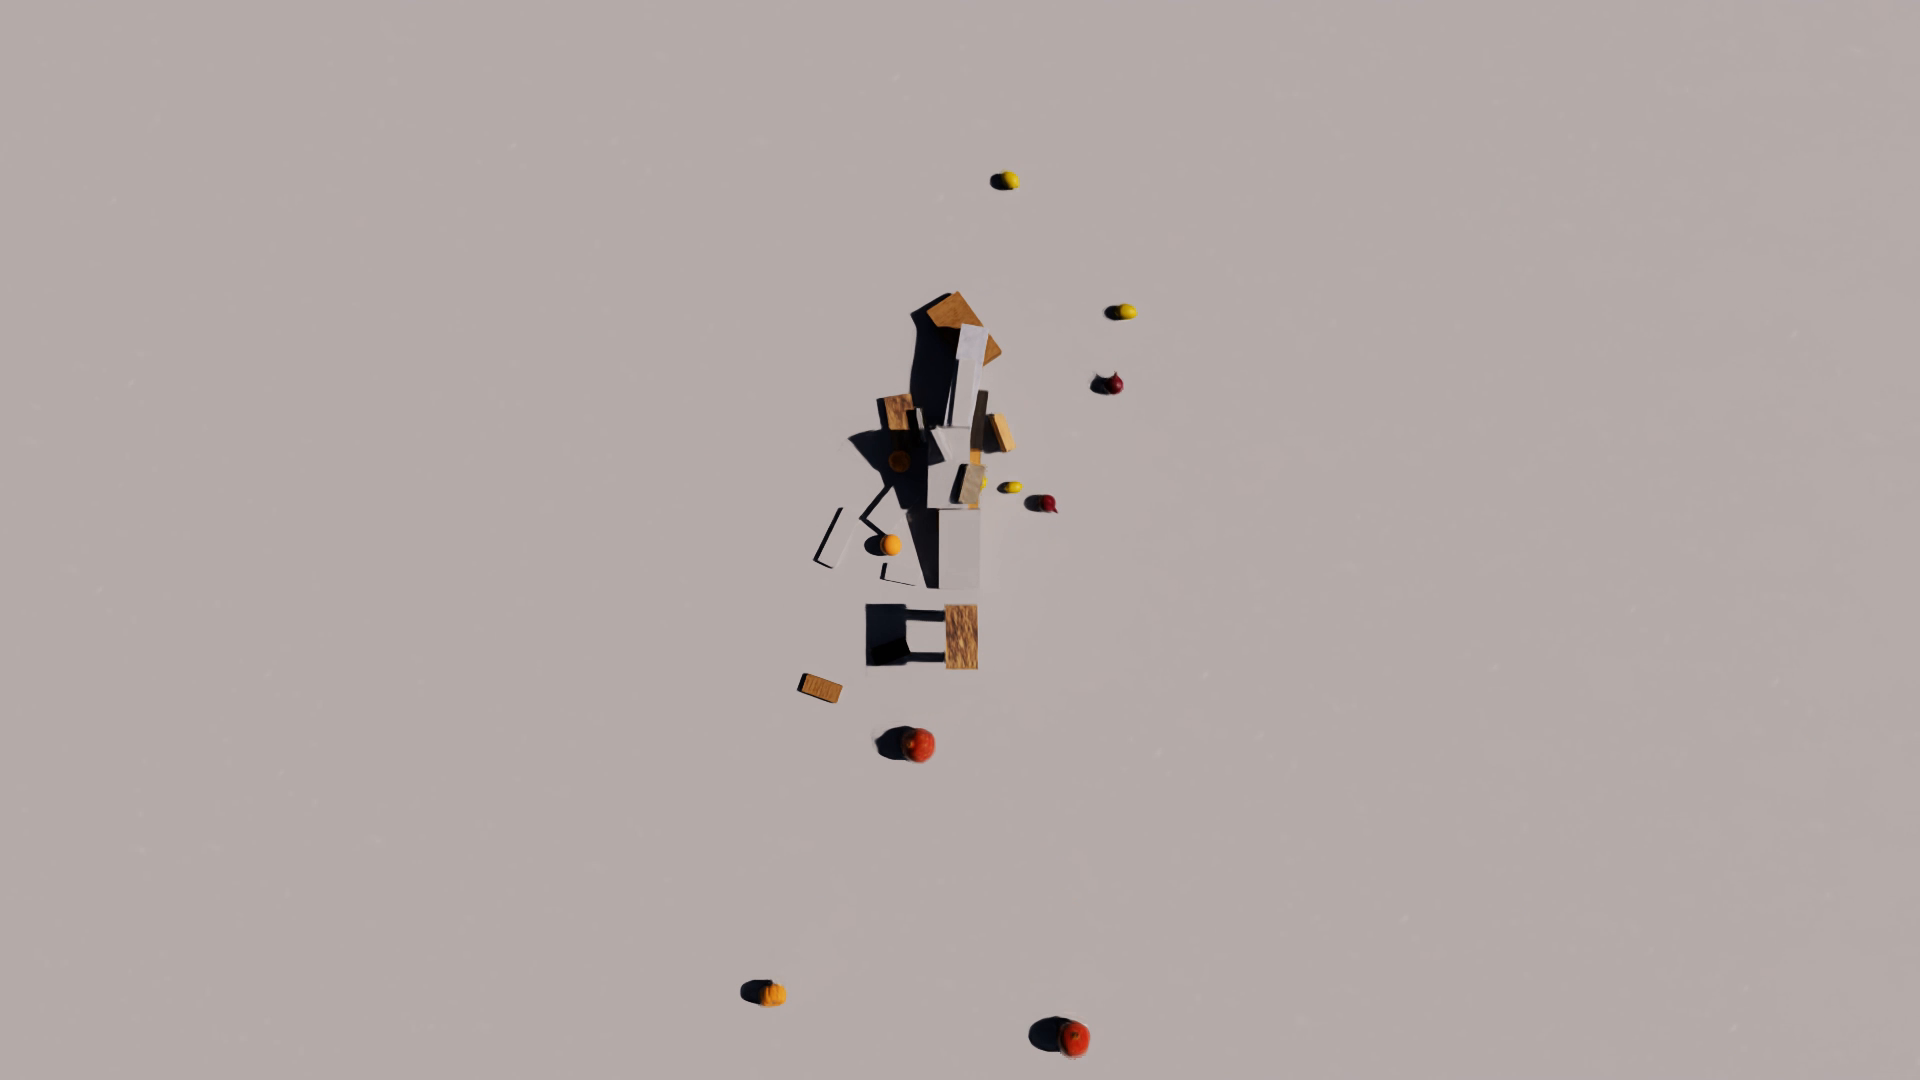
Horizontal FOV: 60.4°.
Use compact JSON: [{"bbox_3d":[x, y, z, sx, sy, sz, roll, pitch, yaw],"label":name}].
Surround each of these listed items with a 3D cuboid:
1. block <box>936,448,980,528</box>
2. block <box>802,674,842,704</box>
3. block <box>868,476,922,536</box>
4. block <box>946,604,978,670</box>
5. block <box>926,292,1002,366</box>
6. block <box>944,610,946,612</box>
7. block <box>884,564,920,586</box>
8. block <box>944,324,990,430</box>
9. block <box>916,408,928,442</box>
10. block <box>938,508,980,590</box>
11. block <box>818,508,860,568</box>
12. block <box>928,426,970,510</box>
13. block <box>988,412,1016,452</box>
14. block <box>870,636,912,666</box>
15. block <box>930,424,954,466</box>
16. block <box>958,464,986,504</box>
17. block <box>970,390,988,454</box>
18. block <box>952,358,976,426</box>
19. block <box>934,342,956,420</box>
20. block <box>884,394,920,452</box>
[{"bbox_3d":[-0.005,-0.168,5.435,0.135,0.038,0.269,3,108,0],"label":"block"},{"bbox_3d":[-0.459,0.494,5.491,0.123,0.017,0.062,20,90,0],"label":"block"},{"bbox_3d":[-0.218,-0.114,5.487,0.091,0.026,0.182,39,90,0],"label":"block"},{"bbox_3d":[0.005,0.310,5.279,0.103,0.029,0.205,0,90,0],"label":"block"},{"bbox_3d":[0.013,-0.685,5.451,0.127,0.036,0.255,-34,79,-6],"label":"block"},{"bbox_3d":[0.004,0.250,5.396,0.103,0.205,0.029,-2,85,0],"label":"block"},{"bbox_3d":[-0.192,0.114,5.492,0.111,0.016,0.055,11,90,0],"label":"block"},{"bbox_3d":[0.020,-0.530,5.390,0.091,0.026,0.342,10,93,-2],"label":"block"},{"bbox_3d":[-0.124,-0.380,5.471,0.016,0.055,0.111,-12,90,12],"label":"block"},{"bbox_3d":[-0.002,0.027,5.448,0.135,0.038,0.269,0,104,0],"label":"block"},{"bbox_3d":[-0.403,-0.007,5.491,0.062,0.017,0.196,26,90,0],"label":"block"},{"bbox_3d":[-0.036,-0.237,5.372,0.135,0.038,0.269,2,108,0],"label":"block"},{"bbox_3d":[0.142,-0.356,5.469,0.018,0.064,0.128,-21,90,35],"label":"block"},{"bbox_3d":[-0.231,0.372,5.491,0.123,0.017,0.062,-21,90,0],"label":"block"},{"bbox_3d":[-0.057,-0.305,5.297,0.018,0.064,0.128,-25,106,7],"label":"block"},{"bbox_3d":[0.037,-0.181,5.361,0.064,0.018,0.128,8,105,-20],"label":"block"},{"bbox_3d":[0.016,-0.374,5.452,0.127,0.036,0.255,6,103,-2],"label":"block"},{"bbox_3d":[0.008,-0.444,5.373,0.055,0.016,0.287,6,93,-2],"label":"block"},{"bbox_3d":[-0.010,-0.531,5.482,0.127,0.036,0.255,-4,90,0],"label":"block"},{"bbox_3d":[-0.192,-0.390,5.487,0.091,0.026,0.182,-10,90,0],"label":"block"}]
